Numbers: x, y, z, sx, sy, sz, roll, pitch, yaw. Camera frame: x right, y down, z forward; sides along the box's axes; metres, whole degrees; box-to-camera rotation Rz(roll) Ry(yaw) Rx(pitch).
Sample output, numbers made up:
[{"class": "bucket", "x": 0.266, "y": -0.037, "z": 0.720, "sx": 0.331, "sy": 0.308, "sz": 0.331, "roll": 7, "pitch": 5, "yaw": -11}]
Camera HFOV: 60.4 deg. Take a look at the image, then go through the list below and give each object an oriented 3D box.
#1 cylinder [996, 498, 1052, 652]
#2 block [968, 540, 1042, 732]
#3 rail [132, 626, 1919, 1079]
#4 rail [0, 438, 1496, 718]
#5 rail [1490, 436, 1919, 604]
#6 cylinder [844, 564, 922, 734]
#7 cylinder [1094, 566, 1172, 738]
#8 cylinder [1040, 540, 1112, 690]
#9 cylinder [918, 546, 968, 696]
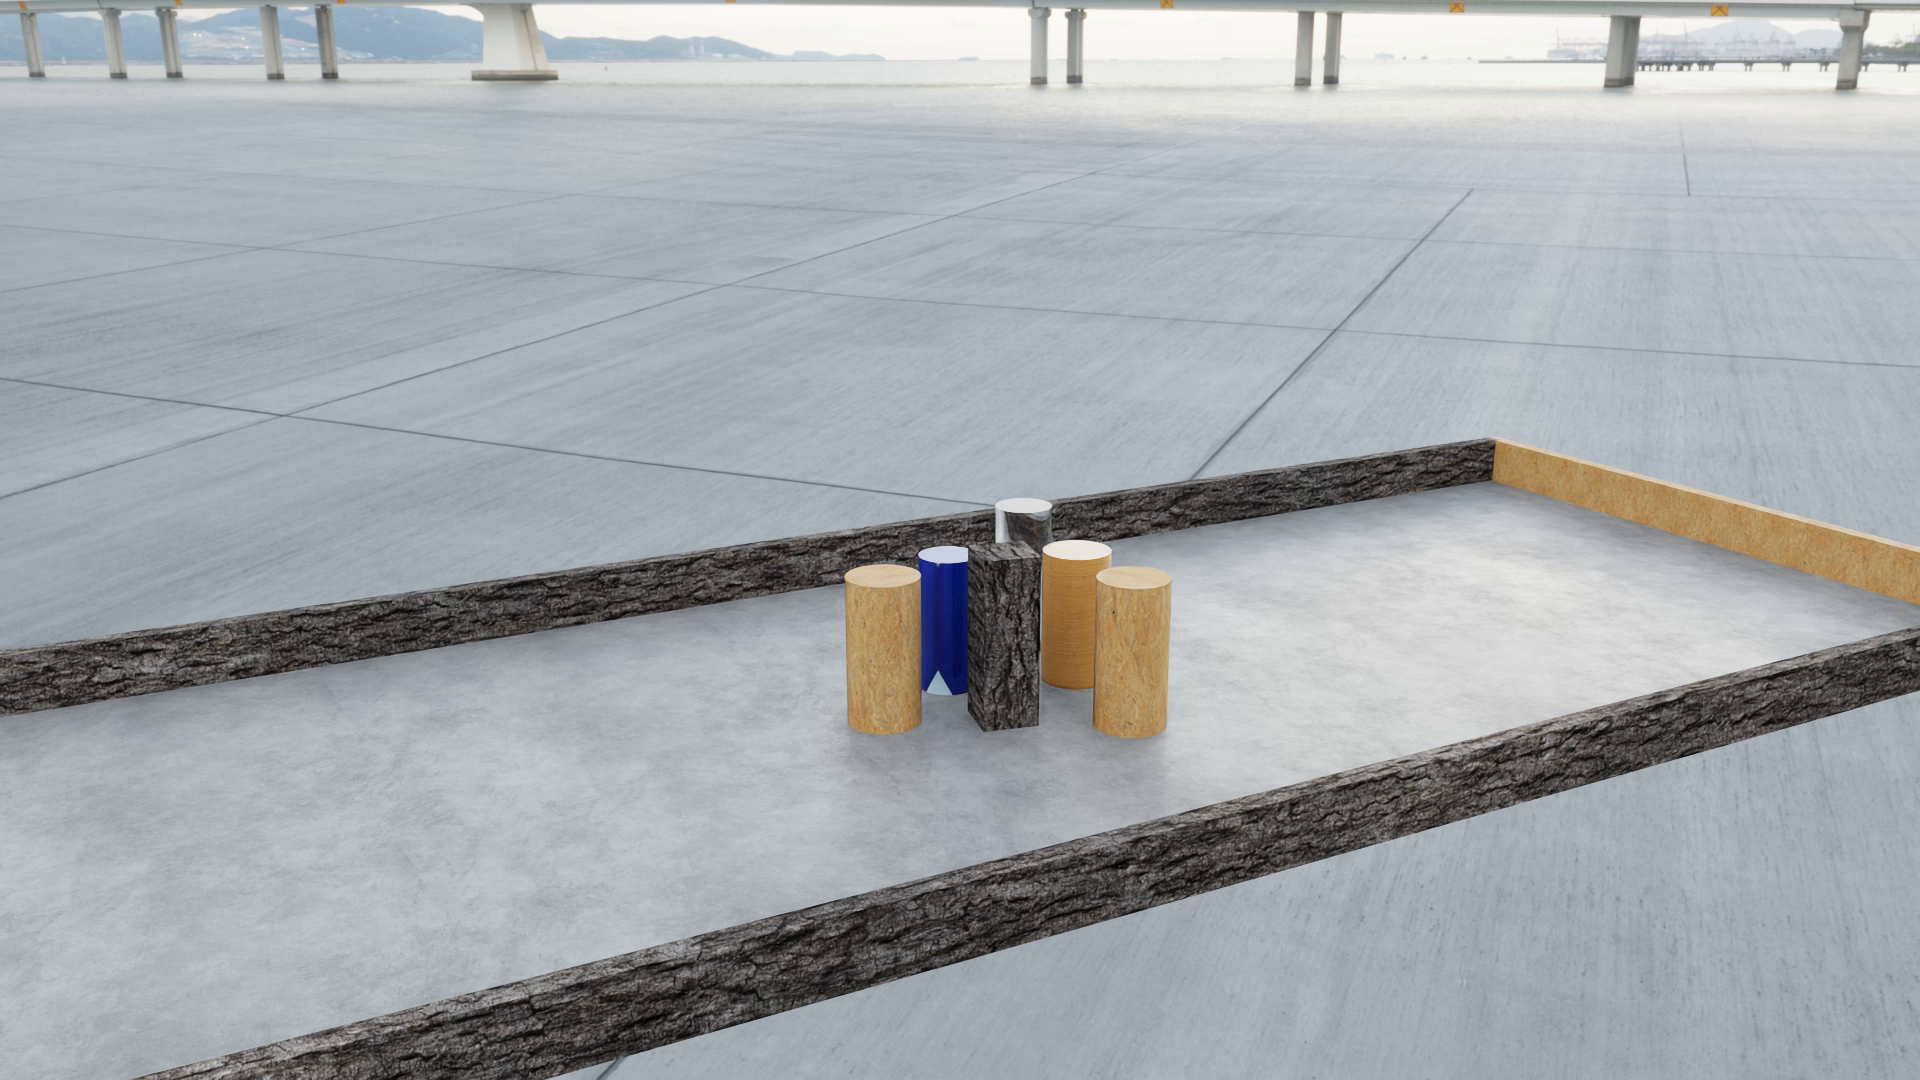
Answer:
[{"class": "cylinder", "x": 0.166, "y": 0.095, "z": 4.350, "sx": 0.148, "sy": 0.385, "sz": 0.148, "roll": 0, "pitch": 16, "yaw": 0}, {"class": "block", "x": 0.102, "y": 0.224, "z": 3.857, "sx": 0.135, "sy": 0.414, "sz": 0.135, "roll": -5, "pitch": 17, "yaw": -15}, {"class": "rail", "x": -2.336, "y": 1.006, "z": 1.665, "sx": 12.000, "sy": 0.150, "sz": 0.050, "roll": -9, "pitch": 18, "yaw": -27}, {"class": "rail", "x": -3.305, "y": 0.497, "z": 3.399, "sx": 12.000, "sy": 0.150, "sz": 0.050, "roll": -9, "pitch": 18, "yaw": -27}, {"class": "rail", "x": 2.466, "y": -0.048, "z": 5.253, "sx": 0.050, "sy": 0.150, "sz": 2.100, "roll": -9, "pitch": 18, "yaw": -27}, {"class": "cylinder", "x": -0.178, "y": 0.254, "z": 3.856, "sx": 0.176, "sy": 0.358, "sz": 0.176, "roll": 0, "pitch": 16, "yaw": 0}, {"class": "cylinder", "x": 0.399, "y": 0.259, "z": 3.834, "sx": 0.173, "sy": 0.361, "sz": 0.173, "roll": 0, "pitch": 16, "yaw": 0}, {"class": "cylinder", "x": 0.290, "y": 0.186, "z": 4.126, "sx": 0.170, "sy": 0.336, "sz": 0.170, "roll": 0, "pitch": 16, "yaw": 0}, {"class": "cylinder", "x": -0.030, "y": 0.199, "z": 4.077, "sx": 0.144, "sy": 0.340, "sz": 0.144, "roll": 0, "pitch": 16, "yaw": 0}]
